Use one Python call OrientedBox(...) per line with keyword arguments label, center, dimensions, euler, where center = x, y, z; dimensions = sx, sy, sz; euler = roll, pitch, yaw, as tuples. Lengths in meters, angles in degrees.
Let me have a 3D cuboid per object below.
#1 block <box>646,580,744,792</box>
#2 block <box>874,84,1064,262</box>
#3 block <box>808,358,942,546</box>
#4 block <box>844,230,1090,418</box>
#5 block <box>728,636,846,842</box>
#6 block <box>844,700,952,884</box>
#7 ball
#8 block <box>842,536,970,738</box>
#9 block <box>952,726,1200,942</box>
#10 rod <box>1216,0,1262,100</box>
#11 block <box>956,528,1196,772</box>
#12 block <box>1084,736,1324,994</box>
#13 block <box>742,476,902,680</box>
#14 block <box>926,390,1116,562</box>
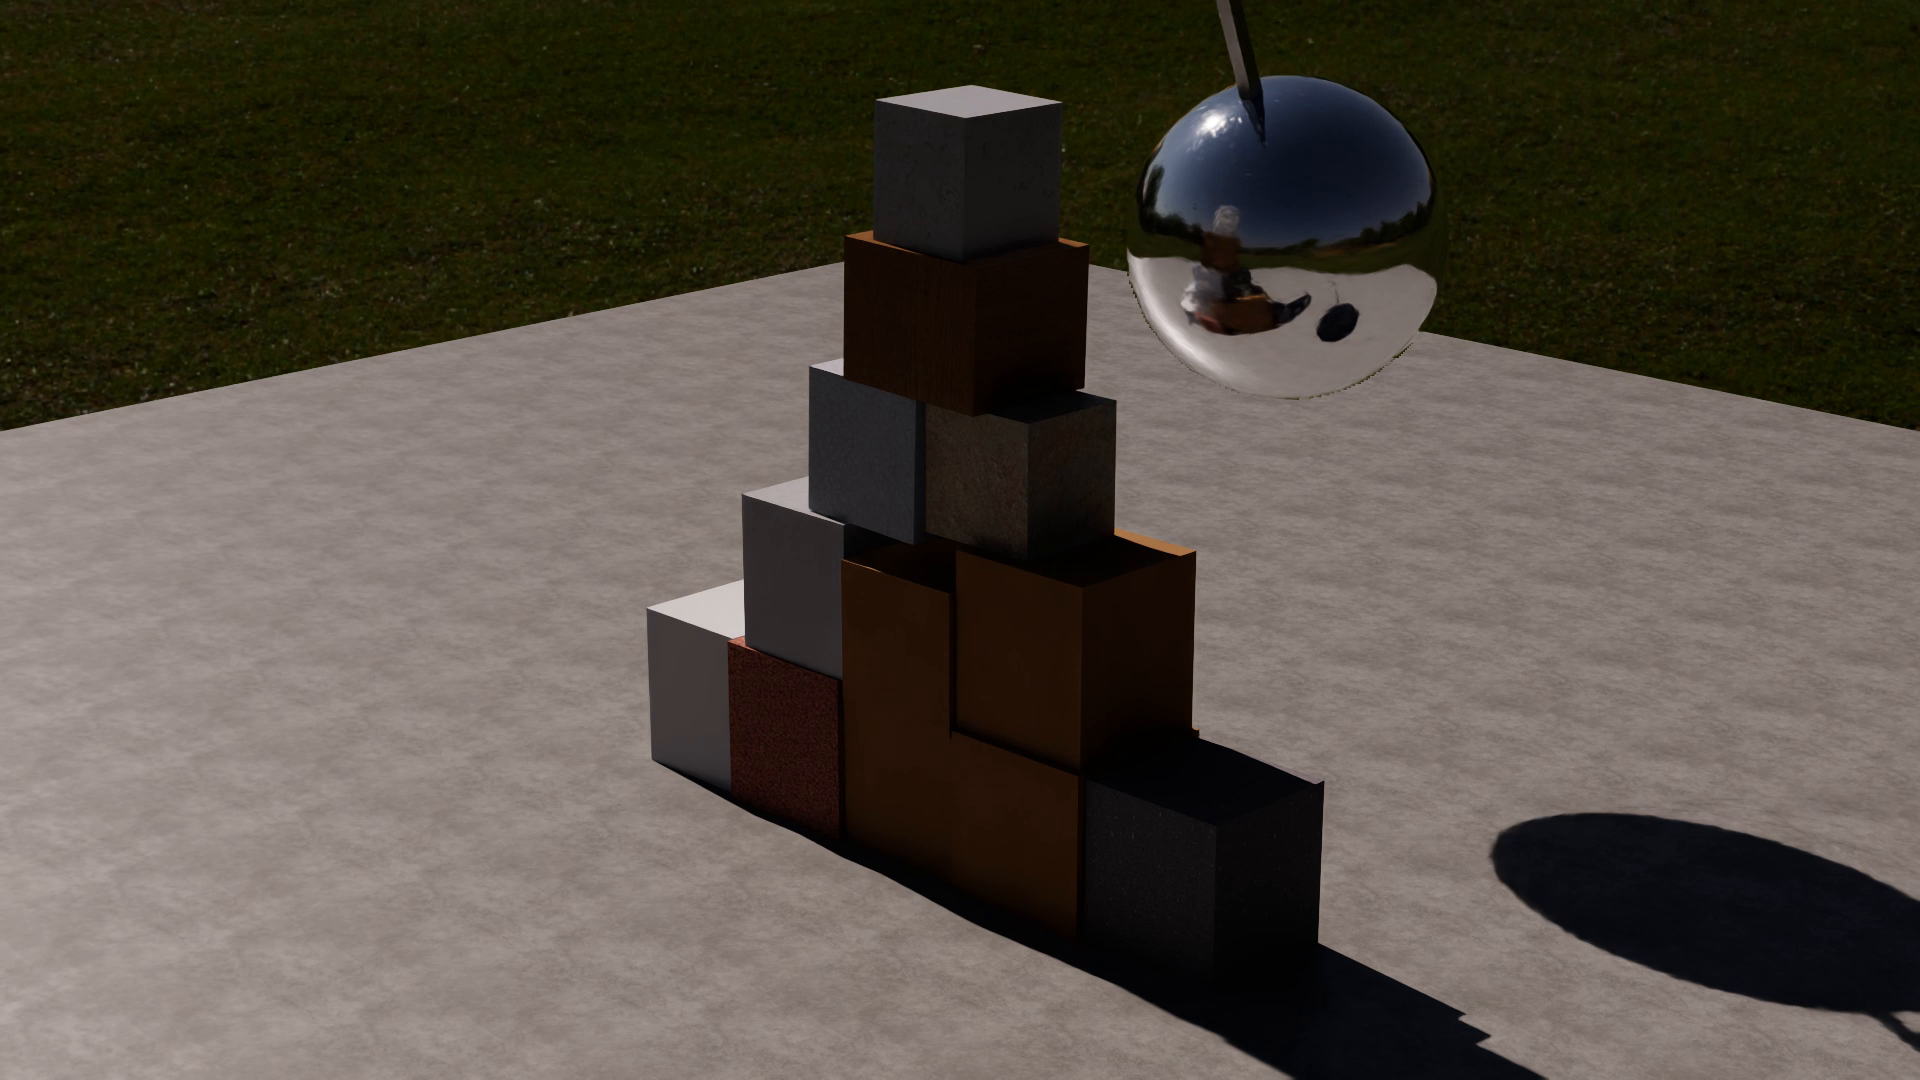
OrientedBox(label="block", center=(-1.095, 0.723, 14.695), dimensions=(0.657, 0.809, 0.655), euler=(-17, 24, -42))
OrientedBox(label="block", center=(0.032, -1.608, 12.787), dimensions=(0.557, 0.617, 0.597), euler=(19, 25, 42))
OrientedBox(label="block", center=(-0.207, -0.456, 13.438), dimensions=(0.678, 0.683, 0.696), euler=(-17, 26, -42))
OrientedBox(label="block", center=(0.023, -1.010, 13.001), dimensions=(0.820, 0.653, 0.706), euler=(19, 25, 42))
OrientedBox(label="block", center=(-0.563, 0.871, 14.224), dimensions=(0.796, 0.810, 0.776), euler=(-17, 24, -42))
OrientedBox(label="block", center=(-0.021, 1.076, 13.706), dimensions=(0.714, 0.729, 0.755), euler=(-17, 24, -42))
OrientedBox(label="ball", center=(1.623, -1.506, 14.570), dimensions=(1.600, 1.600, 1.600), euler=(0, 17, 0))
OrientedBox(label="block", center=(-0.030, 0.409, 13.474), dimensions=(0.749, 0.682, 0.699), euler=(-17, 24, -42))
OrientedBox(label="block", center=(0.515, 1.218, 13.171), dimensions=(0.796, 0.780, 0.766), euler=(-17, 24, -42))
OrientedBox(label="rod", center=(0.703, -4.227, 12.750), dimensions=(0.080, 5.200, 0.080), euler=(17, 46, 42))
OrientedBox(label="block", center=(0.509, 0.441, 12.959), dimensions=(0.734, 0.830, 0.752), euler=(-17, 24, -42))
OrientedBox(label="block", center=(1.049, 1.388, 12.659), dimensions=(0.712, 0.760, 0.731), euler=(-17, 24, -42))
OrientedBox(label="block", center=(-0.534, 0.145, 13.918), dimensions=(0.696, 0.757, 0.704), euler=(-17, 24, -42))
OrientedBox(label="block", center=(0.267, -0.325, 12.979), dimensions=(0.562, 0.618, 0.627), euler=(-17, 24, -42))
